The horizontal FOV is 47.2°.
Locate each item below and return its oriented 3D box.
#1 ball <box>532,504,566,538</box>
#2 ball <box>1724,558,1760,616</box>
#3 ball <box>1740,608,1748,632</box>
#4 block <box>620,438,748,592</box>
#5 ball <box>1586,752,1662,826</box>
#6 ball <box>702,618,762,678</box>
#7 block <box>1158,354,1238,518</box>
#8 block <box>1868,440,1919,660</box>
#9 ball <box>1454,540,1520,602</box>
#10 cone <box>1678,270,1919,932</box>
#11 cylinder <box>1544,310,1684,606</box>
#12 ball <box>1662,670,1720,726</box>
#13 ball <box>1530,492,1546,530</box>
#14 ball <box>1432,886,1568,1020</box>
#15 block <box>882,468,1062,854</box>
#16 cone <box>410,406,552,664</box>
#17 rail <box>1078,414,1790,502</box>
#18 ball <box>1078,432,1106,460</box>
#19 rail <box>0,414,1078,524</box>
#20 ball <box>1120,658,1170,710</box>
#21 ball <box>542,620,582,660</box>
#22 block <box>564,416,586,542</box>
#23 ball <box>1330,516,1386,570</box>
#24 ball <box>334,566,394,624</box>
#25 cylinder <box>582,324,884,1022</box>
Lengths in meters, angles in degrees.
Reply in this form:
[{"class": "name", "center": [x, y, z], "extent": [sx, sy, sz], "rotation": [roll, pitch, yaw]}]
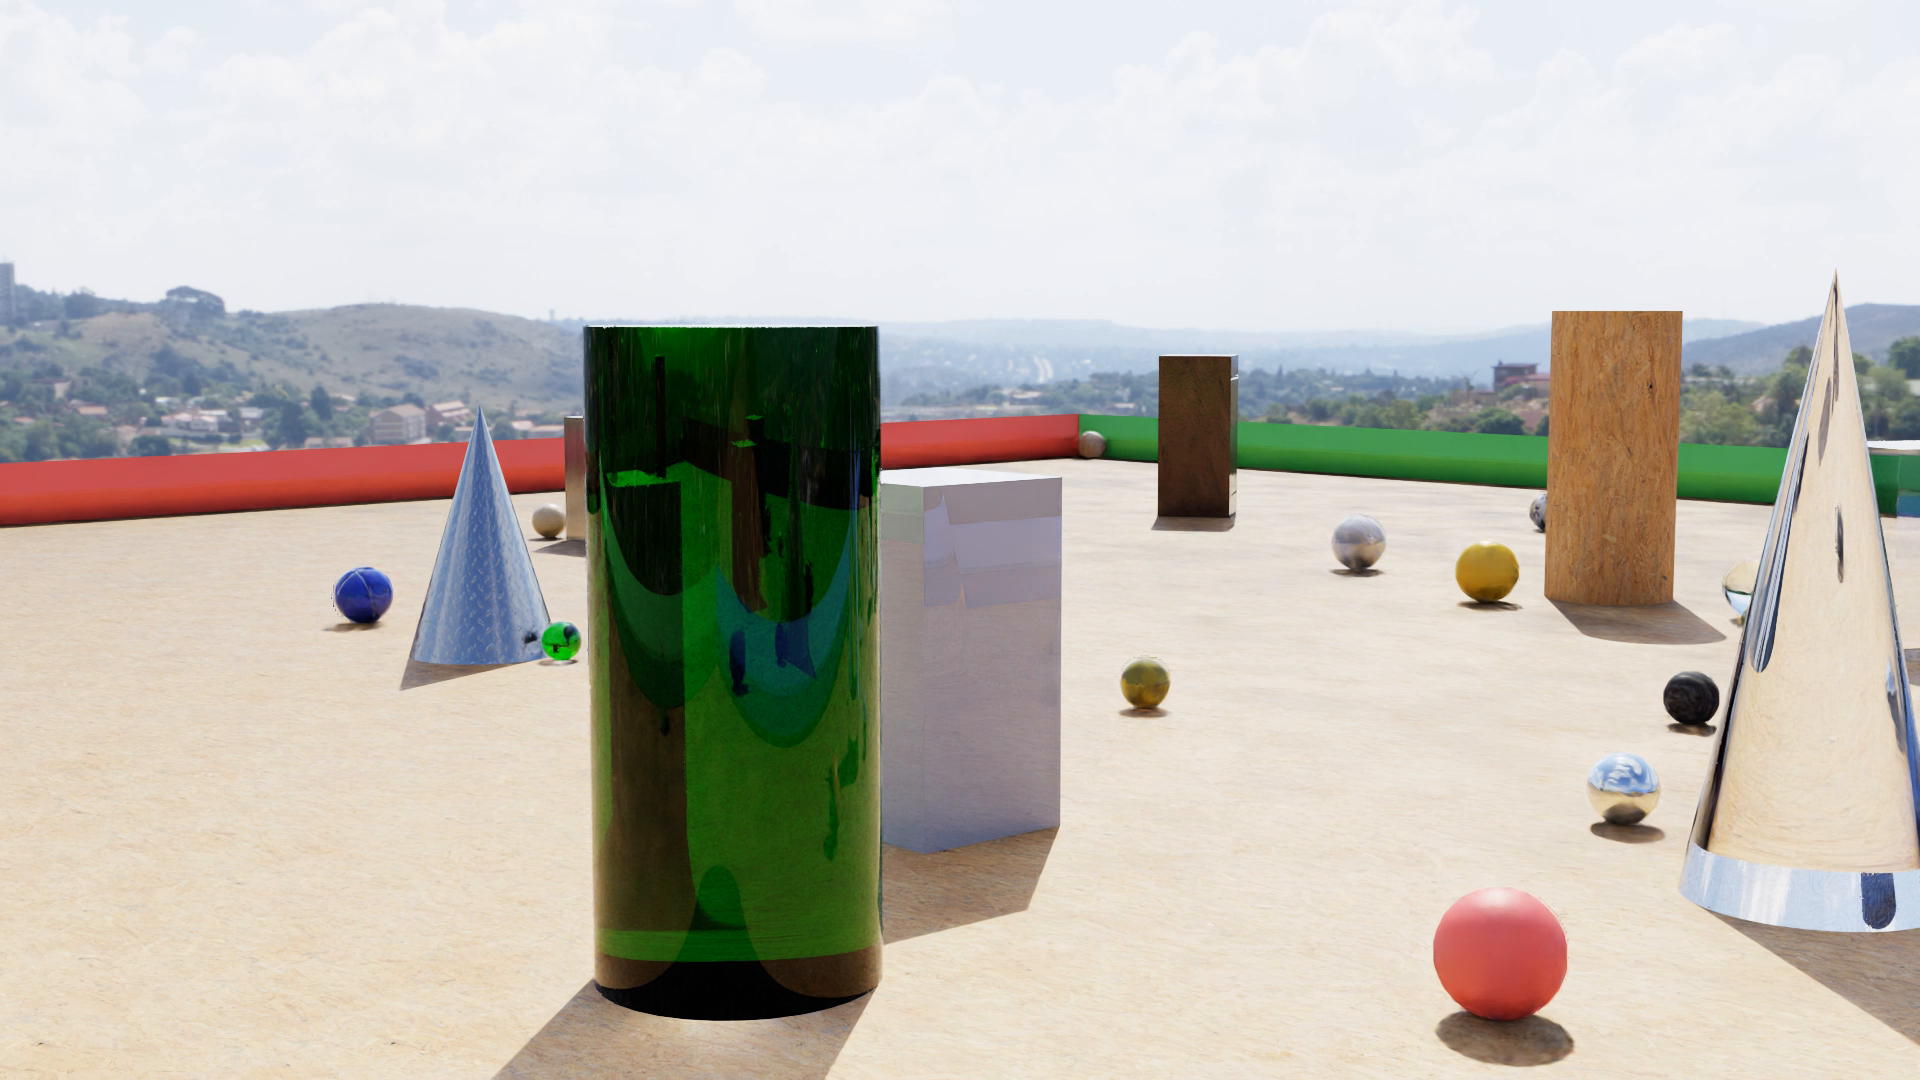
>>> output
[{"class": "ball", "center": [-0.801, -0.038, 4.286], "extent": [0.068, 0.068, 0.068], "rotation": [0, 6, 0]}, {"class": "ball", "center": [1.146, 0.069, 3.162], "extent": [0.090, 0.090, 0.090], "rotation": [0, 6, 0]}, {"class": "ball", "center": [1.060, 0.112, 2.900], "extent": [0.060, 0.060, 0.060], "rotation": [0, 6, 0]}, {"class": "block", "center": [-0.444, -0.043, 3.557], "extent": [0.154, 0.231, 0.154], "rotation": [2, 6, 16]}, {"class": "ball", "center": [0.574, 0.215, 1.903], "extent": [0.063, 0.063, 0.063], "rotation": [0, 6, 0]}, {"class": "ball", "center": [-0.277, 0.130, 2.666], "extent": [0.072, 0.072, 0.072], "rotation": [0, 6, 0]}, {"class": "block", "center": [0.518, -0.228, 4.776], "extent": [0.154, 0.345, 0.154], "rotation": [1, 6, 13]}, {"class": "block", "center": [1.235, 0.010, 2.870], "extent": [0.154, 0.269, 0.154], "rotation": [-2, 6, -15]}, {"class": "ball", "center": [0.801, 0.047, 3.343], "extent": [0.096, 0.096, 0.096], "rotation": [0, 6, 0]}, {"class": "cone", "center": [0.646, 0.034, 1.647], "extent": [0.193, 0.476, 0.193], "rotation": [0, 6, 0]}, {"class": "cylinder", "center": [1.005, -0.131, 3.387], "extent": [0.193, 0.441, 0.193], "rotation": [0, 6, 0]}, {"class": "ball", "center": [0.785, 0.170, 2.359], "extent": [0.058, 0.058, 0.058], "rotation": [0, 6, 0]}, {"class": "ball", "center": [1.187, -0.058, 4.434], "extent": [0.076, 0.076, 0.076], "rotation": [0, 6, 0]}, {"class": "ball", "center": [0.340, 0.260, 1.382], "extent": [0.083, 0.083, 0.083], "rotation": [0, 6, 0]}, {"class": "block", "center": [-0.022, 0.096, 1.894], "extent": [0.154, 0.302, 0.154], "rotation": [-5, 8, -41]}, {"class": "cone", "center": [-0.616, -0.014, 2.838], "extent": [0.193, 0.323, 0.193], "rotation": [0, 6, 0]}, {"class": "rail", "center": [1.862, -0.147, 5.041], "extent": [0.045, 0.125, 4.480], "rotation": [-6, 8, -42]}, {"class": "ball", "center": [0.391, -0.282, 6.541], "extent": [0.083, 0.083, 0.083], "rotation": [0, 6, 0]}, {"class": "rail", "center": [-1.503, -0.138, 4.952], "extent": [5.115, 0.125, 0.045], "rotation": [-6, 8, -42]}, {"class": "ball", "center": [0.207, 0.160, 2.455], "extent": [0.057, 0.057, 0.057], "rotation": [0, 6, 0]}, {"class": "ball", "center": [-0.505, 0.128, 2.794], "extent": [0.050, 0.050, 0.050], "rotation": [0, 6, 0]}, {"class": "block", "center": [-0.653, -0.120, 4.252], "extent": [0.154, 0.238, 0.154], "rotation": [5, 8, 39]}, {"class": "ball", "center": [0.681, 0.005, 3.759], "extent": [0.093, 0.093, 0.093], "rotation": [0, 6, 0]}, {"class": "ball", "center": [-0.846, 0.078, 3.121], "extent": [0.082, 0.082, 0.082], "rotation": [0, 6, 0]}, {"class": "cylinder", "center": [-0.148, 0.076, 1.453], "extent": [0.193, 0.433, 0.193], "rotation": [0, 6, 0]}]
